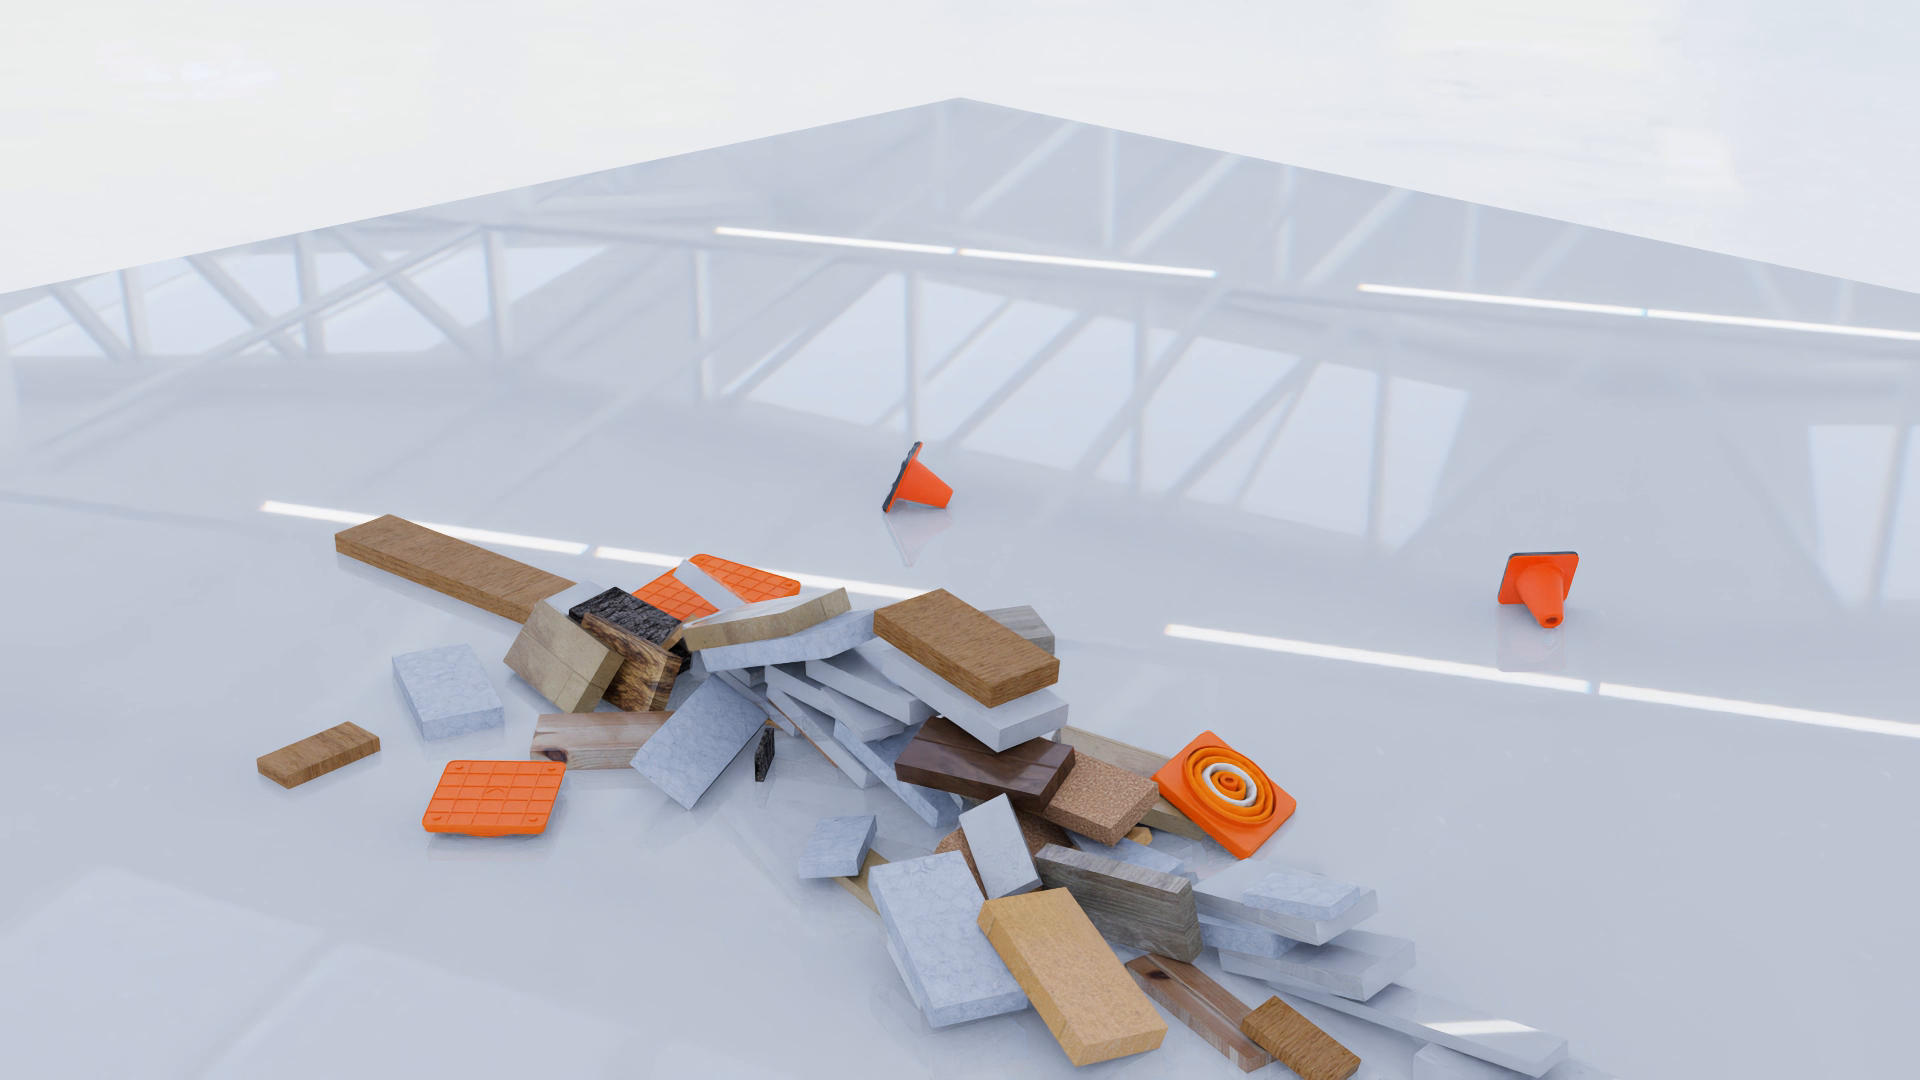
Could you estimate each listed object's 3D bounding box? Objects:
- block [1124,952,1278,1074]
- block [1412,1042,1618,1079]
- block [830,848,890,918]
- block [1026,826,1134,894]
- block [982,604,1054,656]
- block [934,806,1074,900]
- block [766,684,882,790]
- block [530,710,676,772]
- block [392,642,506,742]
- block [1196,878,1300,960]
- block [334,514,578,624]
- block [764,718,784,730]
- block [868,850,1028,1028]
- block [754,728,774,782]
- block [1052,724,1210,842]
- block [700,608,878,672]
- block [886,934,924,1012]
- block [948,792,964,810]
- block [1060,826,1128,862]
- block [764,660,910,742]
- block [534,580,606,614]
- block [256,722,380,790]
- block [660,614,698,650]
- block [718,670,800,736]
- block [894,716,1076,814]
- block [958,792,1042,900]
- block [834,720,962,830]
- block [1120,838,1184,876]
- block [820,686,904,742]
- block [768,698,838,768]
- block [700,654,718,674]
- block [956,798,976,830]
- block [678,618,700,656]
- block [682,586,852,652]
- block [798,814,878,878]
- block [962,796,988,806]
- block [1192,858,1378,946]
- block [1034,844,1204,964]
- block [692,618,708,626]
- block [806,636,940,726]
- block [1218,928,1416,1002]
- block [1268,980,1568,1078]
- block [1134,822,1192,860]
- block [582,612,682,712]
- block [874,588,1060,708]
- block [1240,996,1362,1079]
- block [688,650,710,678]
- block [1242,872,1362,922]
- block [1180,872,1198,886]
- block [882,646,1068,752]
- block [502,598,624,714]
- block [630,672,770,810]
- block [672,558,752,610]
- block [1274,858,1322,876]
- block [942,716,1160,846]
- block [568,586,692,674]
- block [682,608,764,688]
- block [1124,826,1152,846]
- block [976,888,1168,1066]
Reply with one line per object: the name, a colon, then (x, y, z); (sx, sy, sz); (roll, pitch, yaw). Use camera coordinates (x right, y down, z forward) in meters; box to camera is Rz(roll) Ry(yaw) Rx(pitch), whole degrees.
block: (0.427, 0.811, 3.815); (0.098, 0.028, 0.339); (-14, 27, -30)
block: (1.139, 0.972, 3.406); (0.914, 0.049, 0.175); (21, 31, 40)
block: (-0.156, 0.654, 4.184); (0.098, 0.028, 0.196); (-16, 28, -33)
block: (0.170, 0.639, 4.108); (0.047, 0.013, 0.444); (38, 51, 22)
block: (0.023, 0.232, 5.149); (0.357, 0.051, 0.179); (-7, 24, -15)
block: (0.170, 0.549, 4.251); (0.161, 0.046, 0.510); (44, 39, 18)
block: (-0.242, 0.383, 4.669); (0.167, 0.047, 0.335); (-20, 48, -38)
block: (-0.737, 0.427, 4.693); (0.336, 0.048, 0.168); (-1, 23, -3)
block: (-1.144, 0.336, 4.906); (0.175, 0.050, 0.350); (-10, 25, -22)
block: (0.490, 0.684, 3.993); (0.156, 0.044, 0.311); (-22, 17, -41)
block: (-1.212, 0.087, 5.492); (0.885, 0.050, 0.175); (17, 28, 35)
block: (-0.420, 0.378, 4.805); (0.106, 0.015, 0.053); (17, 42, 8)
block: (-0.024, 0.699, 3.882); (0.175, 0.049, 0.349); (-8, 38, -19)
block: (-0.410, 0.451, 4.619); (0.017, 0.062, 0.123); (3, 23, 6)
block: (0.338, 0.480, 4.364); (0.321, 0.046, 0.161); (18, 38, -14)
block: (-0.347, 0.210, 4.624); (0.178, 0.050, 0.456); (-22, 8, -38)
block: (0.049, 0.733, 3.928); (0.321, 0.046, 0.161); (-9, 39, -21)
block: (0.028, 0.508, 4.415); (0.086, 0.024, 0.171); (-19, 63, -37)
block: (0.252, 0.564, 4.158); (0.071, 0.020, 0.162); (-18, 30, -13)
block: (-0.234, 0.309, 4.630); (0.335, 0.047, 0.167); (23, 33, 35)
block: (-0.803, 0.210, 5.126); (0.350, 0.050, 0.175); (25, 32, 27)
block: (-1.355, 0.454, 4.651); (0.113, 0.032, 0.226); (19, 30, 38)
block: (-0.639, 0.214, 4.961); (0.062, 0.017, 0.123); (-38, 9, 30)
block: (-0.404, 0.330, 4.829); (0.247, 0.035, 0.123); (34, 40, 29)
block: (0.048, 0.427, 4.210); (0.309, 0.044, 0.154); (10, 36, 26)
block: (0.074, 0.570, 4.049); (0.098, 0.028, 0.196); (-27, 50, 6)
block: (-0.091, 0.452, 4.529); (0.167, 0.047, 0.335); (-20, 44, -37)
block: (0.335, 0.604, 4.102); (0.077, 0.022, 0.154); (-32, 32, -35)
block: (-0.200, 0.345, 4.478); (0.095, 0.027, 0.190); (-12, 30, -26)
block: (-0.289, 0.382, 4.726); (0.123, 0.035, 0.247); (-19, 46, -37)
block: (-0.505, 0.306, 4.897); (0.079, 0.022, 0.158); (-22, 67, -41)
block: (0.061, 0.497, 4.328); (0.095, 0.027, 0.377); (7, 37, 7)
block: (-0.558, 0.258, 4.981); (0.158, 0.022, 0.079); (42, 40, -4)
block: (-0.415, 0.170, 4.700); (0.179, 0.051, 0.357); (-23, 8, -42)
block: (-0.236, 0.593, 4.264); (0.113, 0.032, 0.226); (-4, 14, 9)
block: (0.025, 0.452, 4.337); (0.113, 0.032, 0.226); (-33, 40, -28)
block: (0.572, 0.641, 3.911); (0.156, 0.044, 0.311); (-20, 15, -35)
block: (0.286, 0.654, 3.969); (0.309, 0.154, 0.044); (9, 34, 37)
block: (-0.534, 0.212, 4.862); (0.062, 0.017, 0.123); (-17, 36, -34)
block: (-0.141, 0.280, 4.499); (0.178, 0.050, 0.356); (-16, 23, -36)
block: (0.626, 0.731, 3.870); (0.156, 0.044, 0.311); (-22, 17, -41)
block: (0.767, 0.801, 3.738); (0.539, 0.026, 0.092); (11, 24, 44)
block: (0.383, 0.593, 4.338); (0.071, 0.020, 0.142); (-17, 28, -35)
block: (-0.752, 0.284, 4.890); (0.310, 0.155, 0.044); (22, 4, 42)
block: (0.010, 0.211, 4.368); (0.179, 0.051, 0.357); (-18, 34, -38)
block: (0.569, 0.844, 3.680); (0.184, 0.026, 0.092); (34, 38, 30)
block: (-0.526, 0.286, 4.935); (0.158, 0.022, 0.079); (20, 47, -17)
block: (0.593, 0.619, 3.824); (0.184, 0.026, 0.092); (2, 18, 45)
block: (0.365, 0.650, 4.117); (0.077, 0.022, 0.154); (-22, 6, -42)
block: (0.027, 0.291, 4.324); (0.178, 0.050, 0.355); (-17, 34, -37)
block: (-0.890, 0.268, 4.924); (0.048, 0.168, 0.336); (32, -3, -42)
block: (-0.542, 0.418, 4.618); (0.155, 0.044, 0.370); (38, 29, 1)
block: (-0.497, 0.168, 5.074); (0.336, 0.048, 0.168); (34, -2, 28)
block: (0.652, 0.635, 4.247); (0.094, 0.013, 0.047); (3, 23, 7)
block: (0.138, 0.448, 4.239); (0.489, 0.044, 0.154); (19, 41, 35)
block: (-0.731, 0.211, 5.046); (0.310, 0.044, 0.155); (25, 32, 26)
block: (-0.492, 0.238, 4.876); (0.123, 0.035, 0.247); (-21, 38, -38)
block: (0.271, 0.609, 4.205); (0.190, 0.027, 0.095); (-32, 16, -34)
block: (0.190, 0.747, 3.789); (0.175, 0.049, 0.349); (-4, 37, -32)
